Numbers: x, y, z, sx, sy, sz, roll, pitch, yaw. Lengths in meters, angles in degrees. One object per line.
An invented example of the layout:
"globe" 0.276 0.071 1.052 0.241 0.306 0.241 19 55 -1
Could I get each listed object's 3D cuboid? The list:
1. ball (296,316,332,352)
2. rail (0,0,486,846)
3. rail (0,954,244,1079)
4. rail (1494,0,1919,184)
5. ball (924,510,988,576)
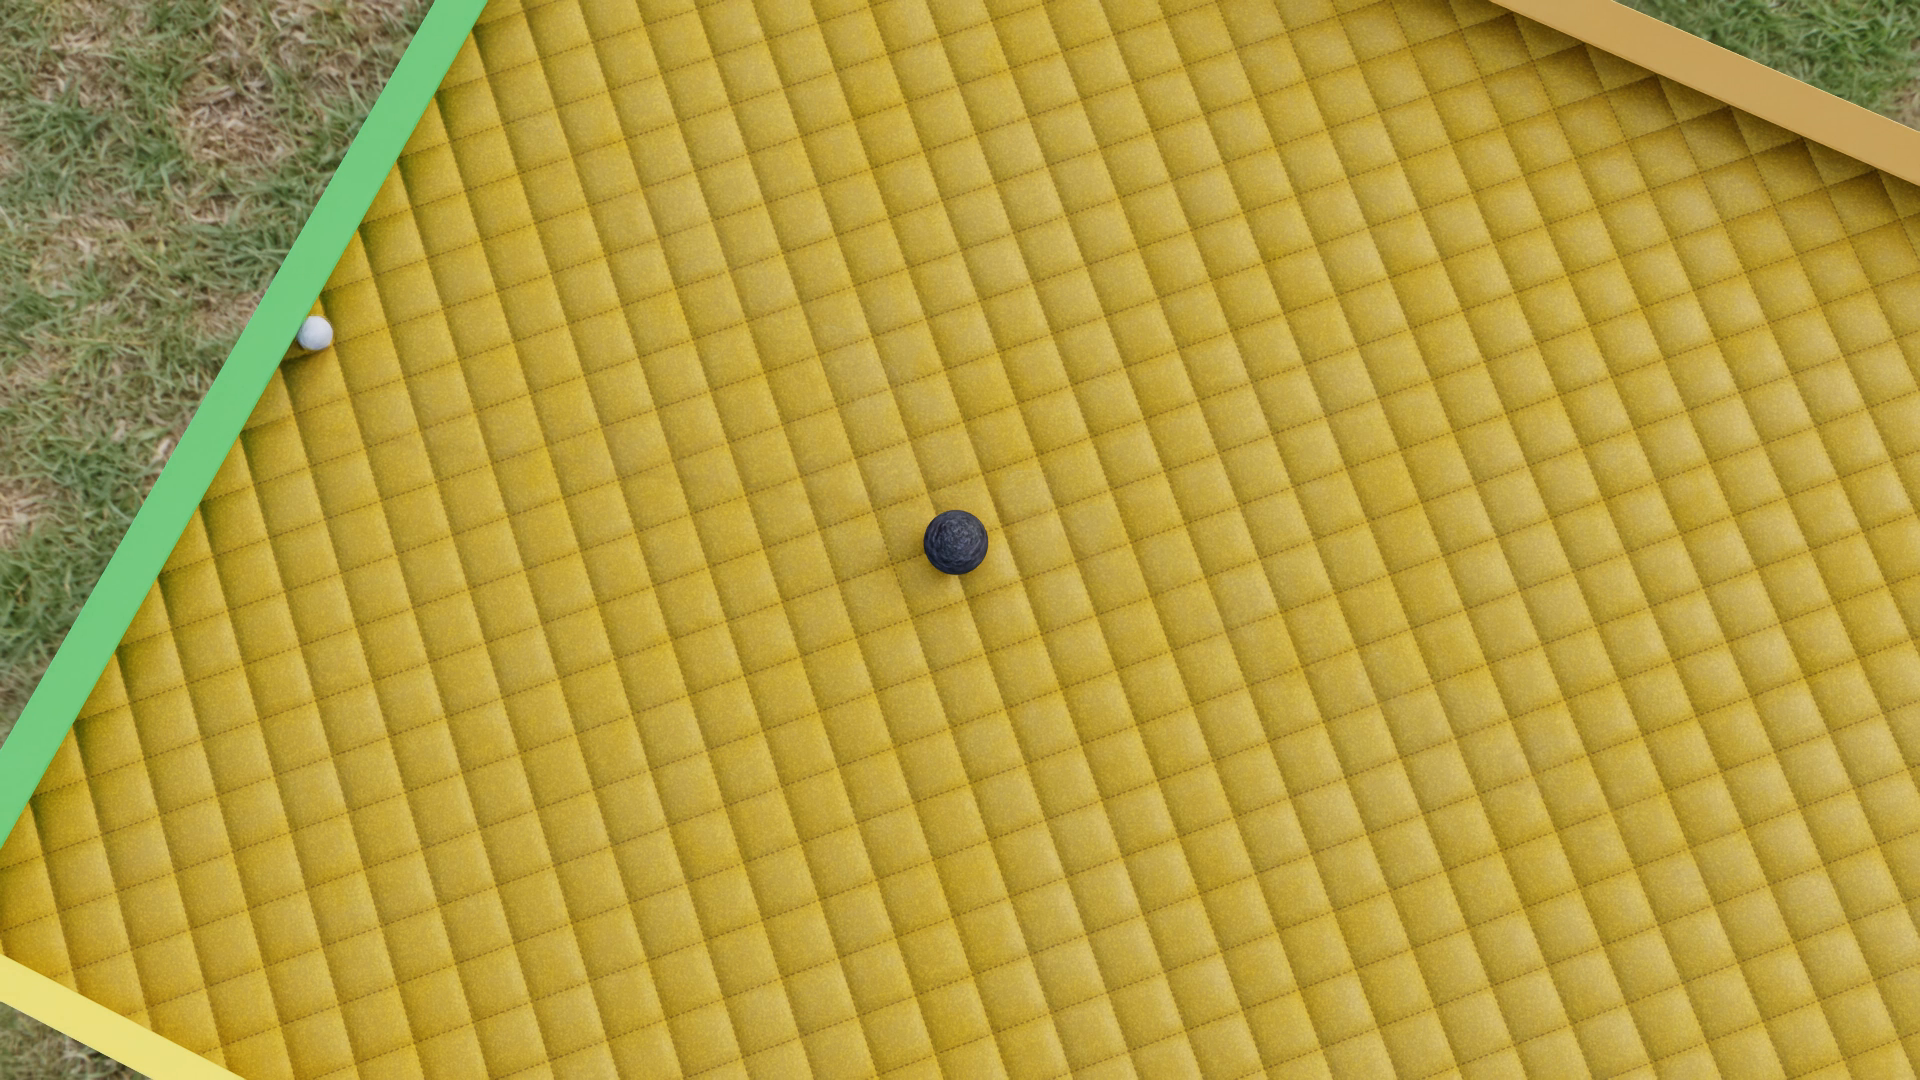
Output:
"ball" -0.998 -0.319 3.398 0.055 0.055 0.055 0 77 0
"rail" -0.969 -0.460 3.392 0.045 0.127 2.391 25 78 6
"rail" 0.483 1.488 2.947 4.394 0.127 0.045 25 78 6
"rail" 1.498 -0.572 3.418 4.394 0.127 0.045 25 78 6
"ball" -0.006 0.004 3.302 0.098 0.098 0.098 0 77 0
